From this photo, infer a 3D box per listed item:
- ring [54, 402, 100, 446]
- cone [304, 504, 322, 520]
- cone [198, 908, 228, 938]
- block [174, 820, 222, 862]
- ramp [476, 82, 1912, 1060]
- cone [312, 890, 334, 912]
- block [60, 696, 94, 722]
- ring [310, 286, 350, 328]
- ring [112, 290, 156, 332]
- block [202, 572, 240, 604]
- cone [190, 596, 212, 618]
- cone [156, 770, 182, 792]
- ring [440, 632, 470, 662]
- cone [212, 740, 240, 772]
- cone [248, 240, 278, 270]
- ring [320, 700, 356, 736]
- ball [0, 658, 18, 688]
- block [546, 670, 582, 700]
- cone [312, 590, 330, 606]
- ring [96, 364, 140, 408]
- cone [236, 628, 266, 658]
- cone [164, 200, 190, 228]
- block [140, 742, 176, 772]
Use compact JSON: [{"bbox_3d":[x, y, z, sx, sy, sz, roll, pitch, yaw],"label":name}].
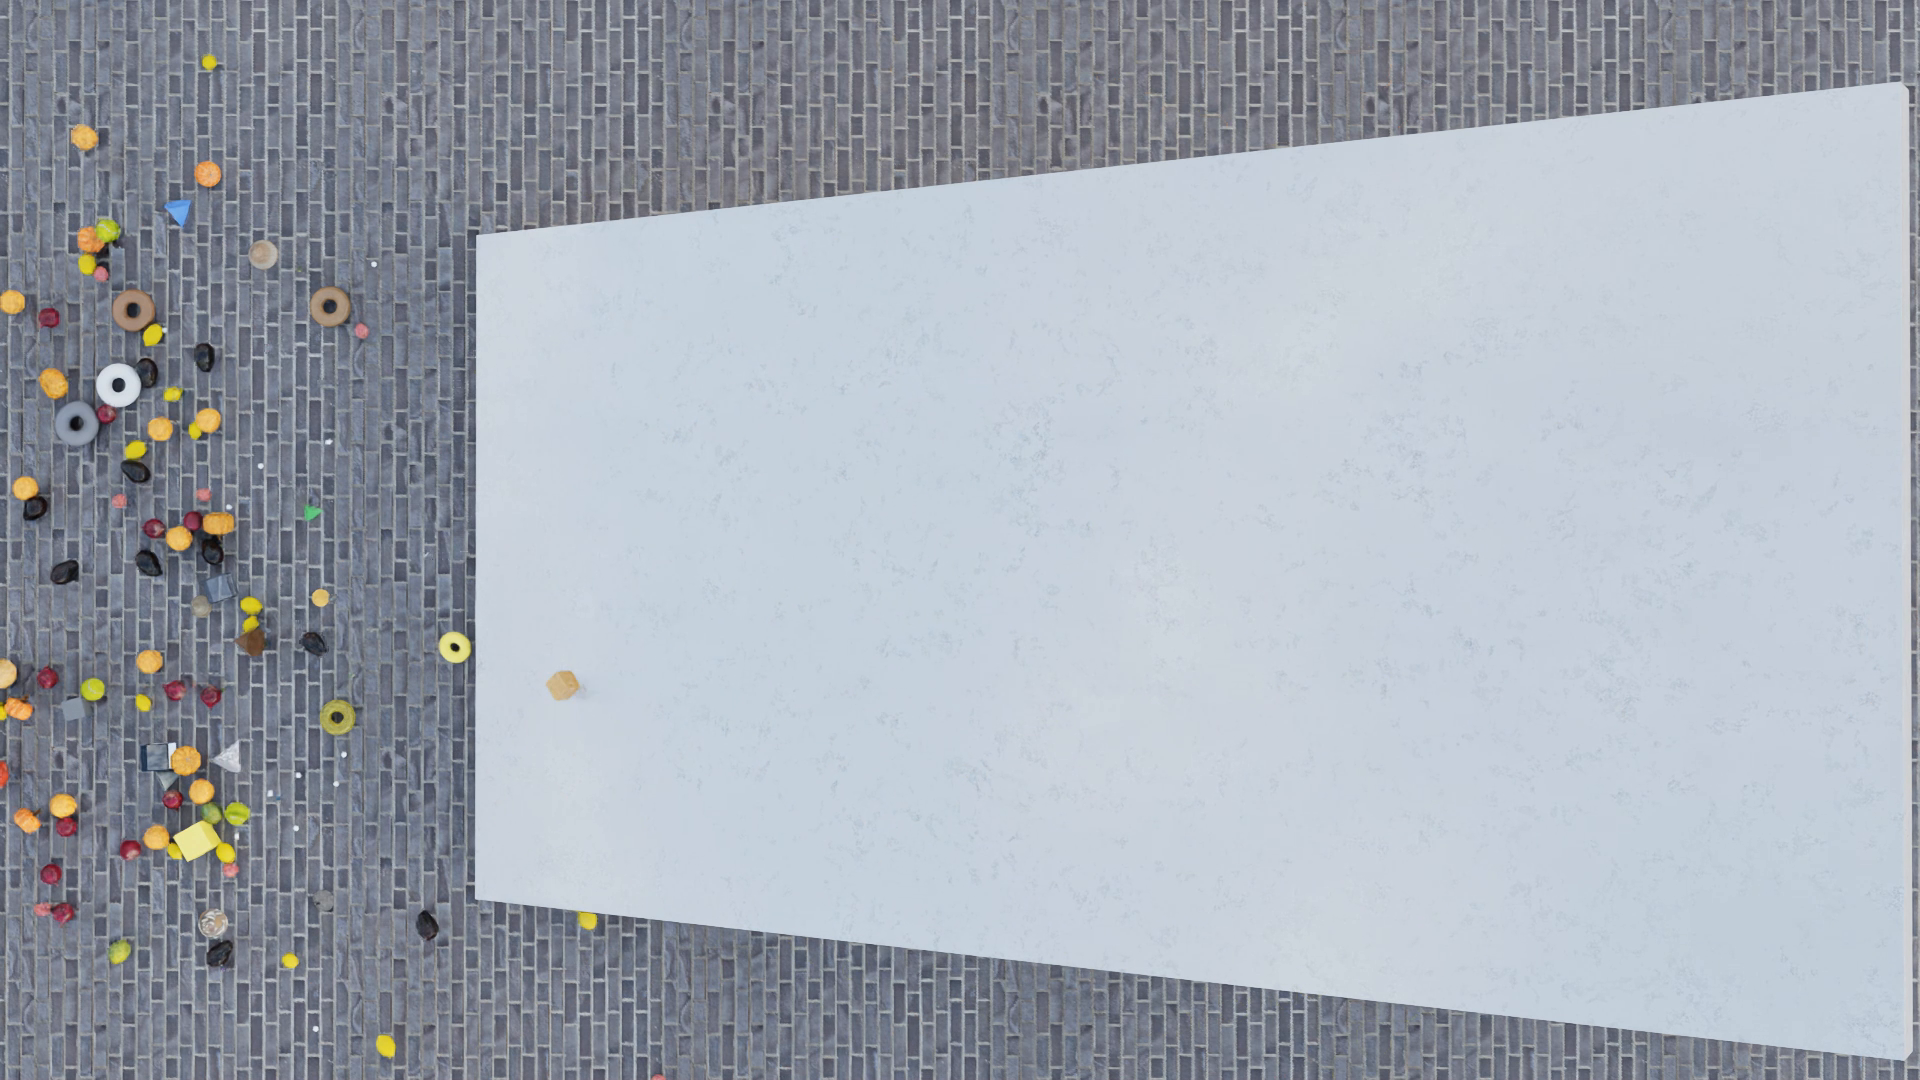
[{"bbox_3d":[-2.685,-0.354,6.687,0.139,0.046,0.139,0,86,5],"label":"ring"},{"bbox_3d":[-1.965,-0.087,6.699,0.052,0.052,0.052,-7,89,-27],"label":"cone"},{"bbox_3d":[-2.276,1.168,6.653,0.091,0.091,0.091,0,89,0],"label":"cone"},{"bbox_3d":[-2.308,0.908,6.658,0.087,0.087,0.087,-30,90,0],"label":"block"},{"bbox_3d":[0.260,0.071,5.600,4.000,0.100,2.000,0,89,32],"label":"ramp"},{"bbox_3d":[-1.940,1.099,6.666,0.066,0.066,0.066,0,89,0],"label":"cone"},{"bbox_3d":[-2.680,0.512,6.674,0.062,0.062,0.062,-14,90,0],"label":"block"},{"bbox_3d":[-1.918,-0.710,6.695,0.125,0.042,0.125,0,88,0],"label":"ring"},{"bbox_3d":[-2.515,-0.699,6.694,0.131,0.044,0.131,0,89,1],"label":"ring"},{"bbox_3d":[-2.243,0.146,6.671,0.073,0.073,0.073,-20,90,0],"label":"block"},{"bbox_3d":[-2.315,0.203,6.673,0.069,0.069,0.069,0,89,0],"label":"cone"},{"bbox_3d":[-2.396,0.719,6.687,0.074,0.074,0.074,-25,89,-28],"label":"cone"},{"bbox_3d":[-1.535,0.326,6.683,0.098,0.033,0.098,2,108,5],"label":"ring"},{"bbox_3d":[-2.211,0.645,6.684,0.088,0.088,0.088,20,63,0],"label":"cone"},{"bbox_3d":[-2.128,-0.872,6.671,0.092,0.092,0.092,0,89,0],"label":"cone"},{"bbox_3d":[-1.893,0.539,6.687,0.109,0.036,0.109,0,90,-1],"label":"ring"},{"bbox_3d":[-2.904,0.406,6.660,0.091,0.091,0.091,0,89,0],"label":"ball"},{"bbox_3d":[-1.154,0.423,6.394,0.060,0.060,0.060,-44,68,24],"label":"block"},{"bbox_3d":[-1.950,0.176,6.681,0.054,0.054,0.054,0,89,0],"label":"cone"},{"bbox_3d":[-2.560,-0.471,6.692,0.134,0.045,0.134,0,88,0],"label":"ring"},{"bbox_3d":[-2.173,0.308,6.684,0.086,0.086,0.086,6,89,23],"label":"cone"},{"bbox_3d":[-2.377,-0.987,6.701,0.078,0.078,0.078,-5,118,0],"label":"cone"},{"bbox_3d":[-2.428,0.658,6.664,0.078,0.078,0.078,-2,89,0],"label":"block"}]
